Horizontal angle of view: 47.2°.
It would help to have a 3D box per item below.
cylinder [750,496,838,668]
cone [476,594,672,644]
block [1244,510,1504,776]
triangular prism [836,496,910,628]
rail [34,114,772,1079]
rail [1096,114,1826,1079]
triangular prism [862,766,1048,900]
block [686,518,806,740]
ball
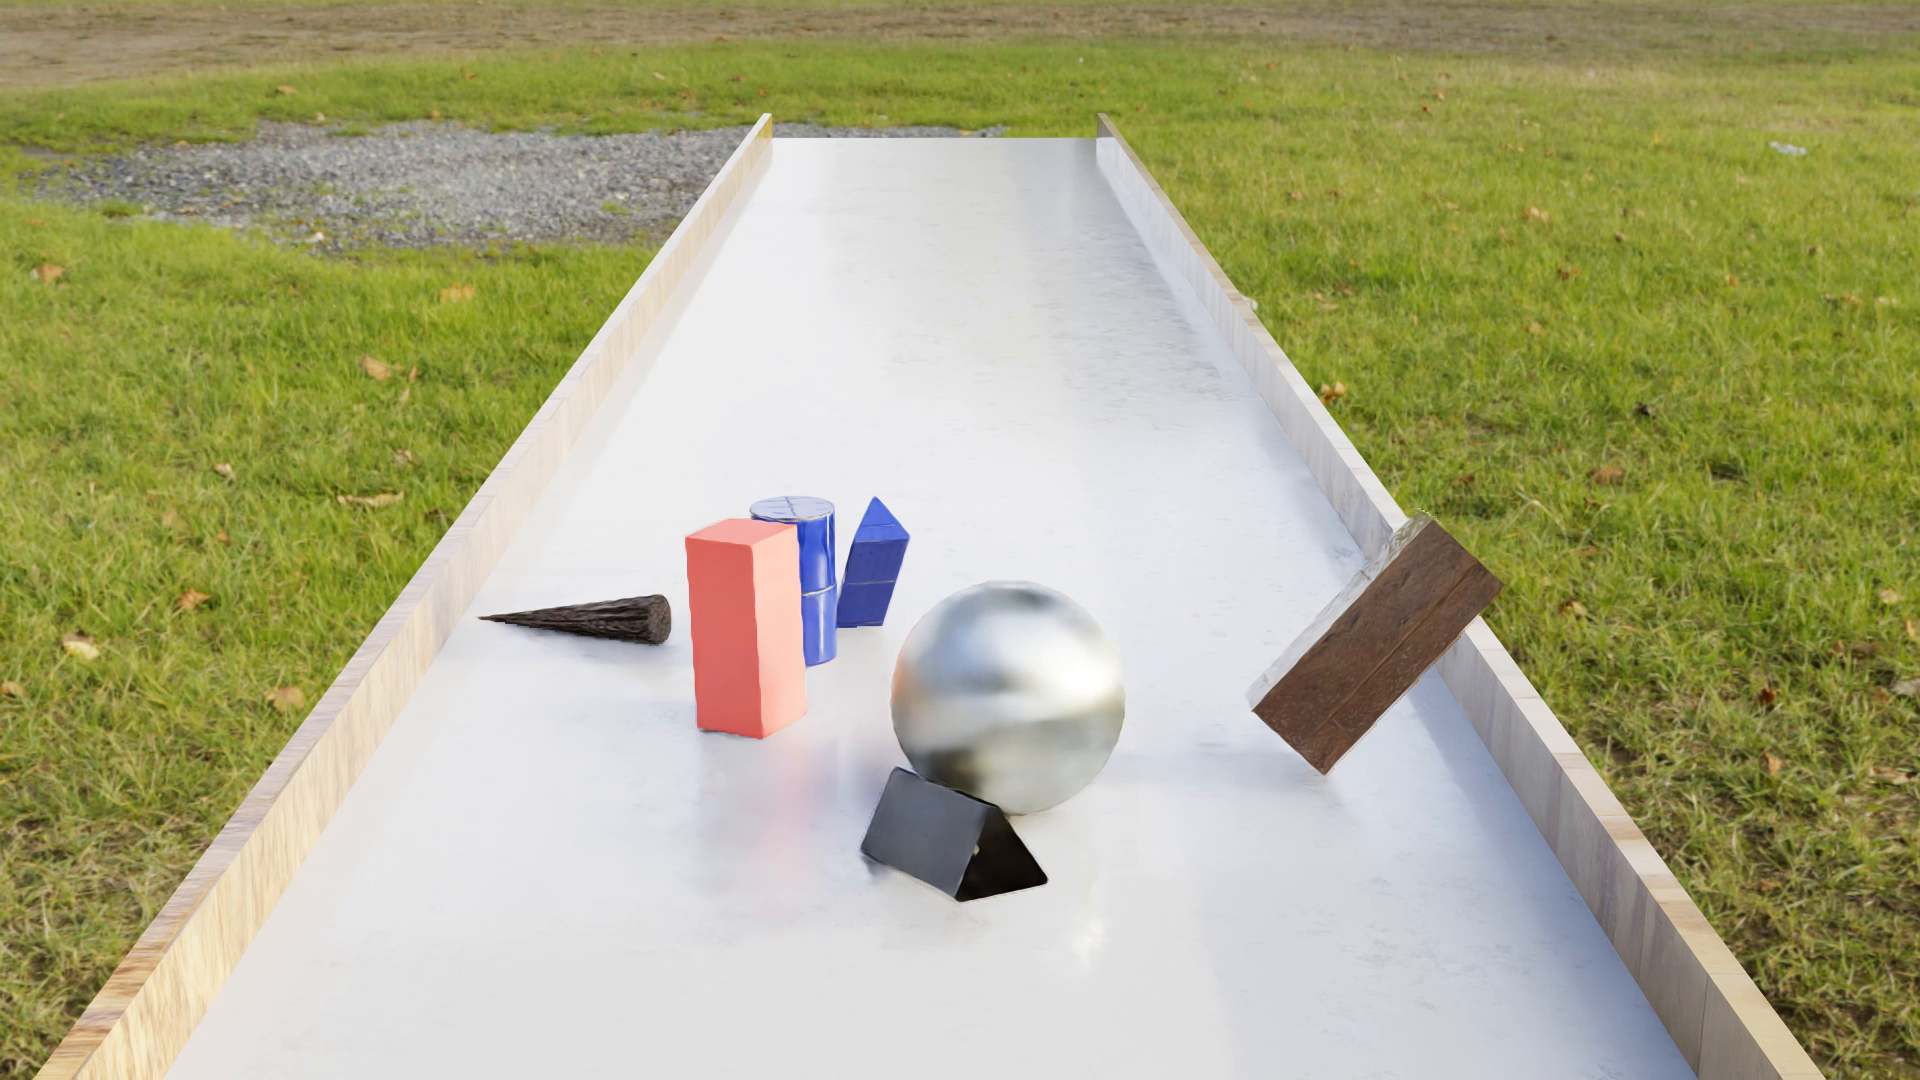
[{"bbox_3d":[-0.332,0.083,4.405,0.169,0.310,0.169,0,17,0],"label":"cylinder"},{"bbox_3d":[-0.828,0.164,4.585,0.459,0.103,0.103,0,15,22],"label":"cone"},{"bbox_3d":[0.710,0.174,3.795,0.167,0.443,0.167,42,7,-2],"label":"block"},{"bbox_3d":[-0.193,0.046,4.483,0.114,0.359,0.099,-3,60,-14],"label":"triangular prism"},{"bbox_3d":[-1.118,-0.838,7.780,0.050,0.150,12.000,0,17,-1],"label":"rail"},{"bbox_3d":[0.932,-0.844,7.801,0.050,0.150,12.000,0,17,-1],"label":"rail"},{"bbox_3d":[-0.021,0.437,3.369,0.147,0.127,0.399,-8,6,-22],"label":"triangular prism"},{"bbox_3d":[-0.391,0.160,4.039,0.146,0.366,0.146,7,18,29],"label":"block"},{"bbox_3d":[0.080,0.262,3.656,0.393,0.393,0.393,0,17,0],"label":"ball"}]
